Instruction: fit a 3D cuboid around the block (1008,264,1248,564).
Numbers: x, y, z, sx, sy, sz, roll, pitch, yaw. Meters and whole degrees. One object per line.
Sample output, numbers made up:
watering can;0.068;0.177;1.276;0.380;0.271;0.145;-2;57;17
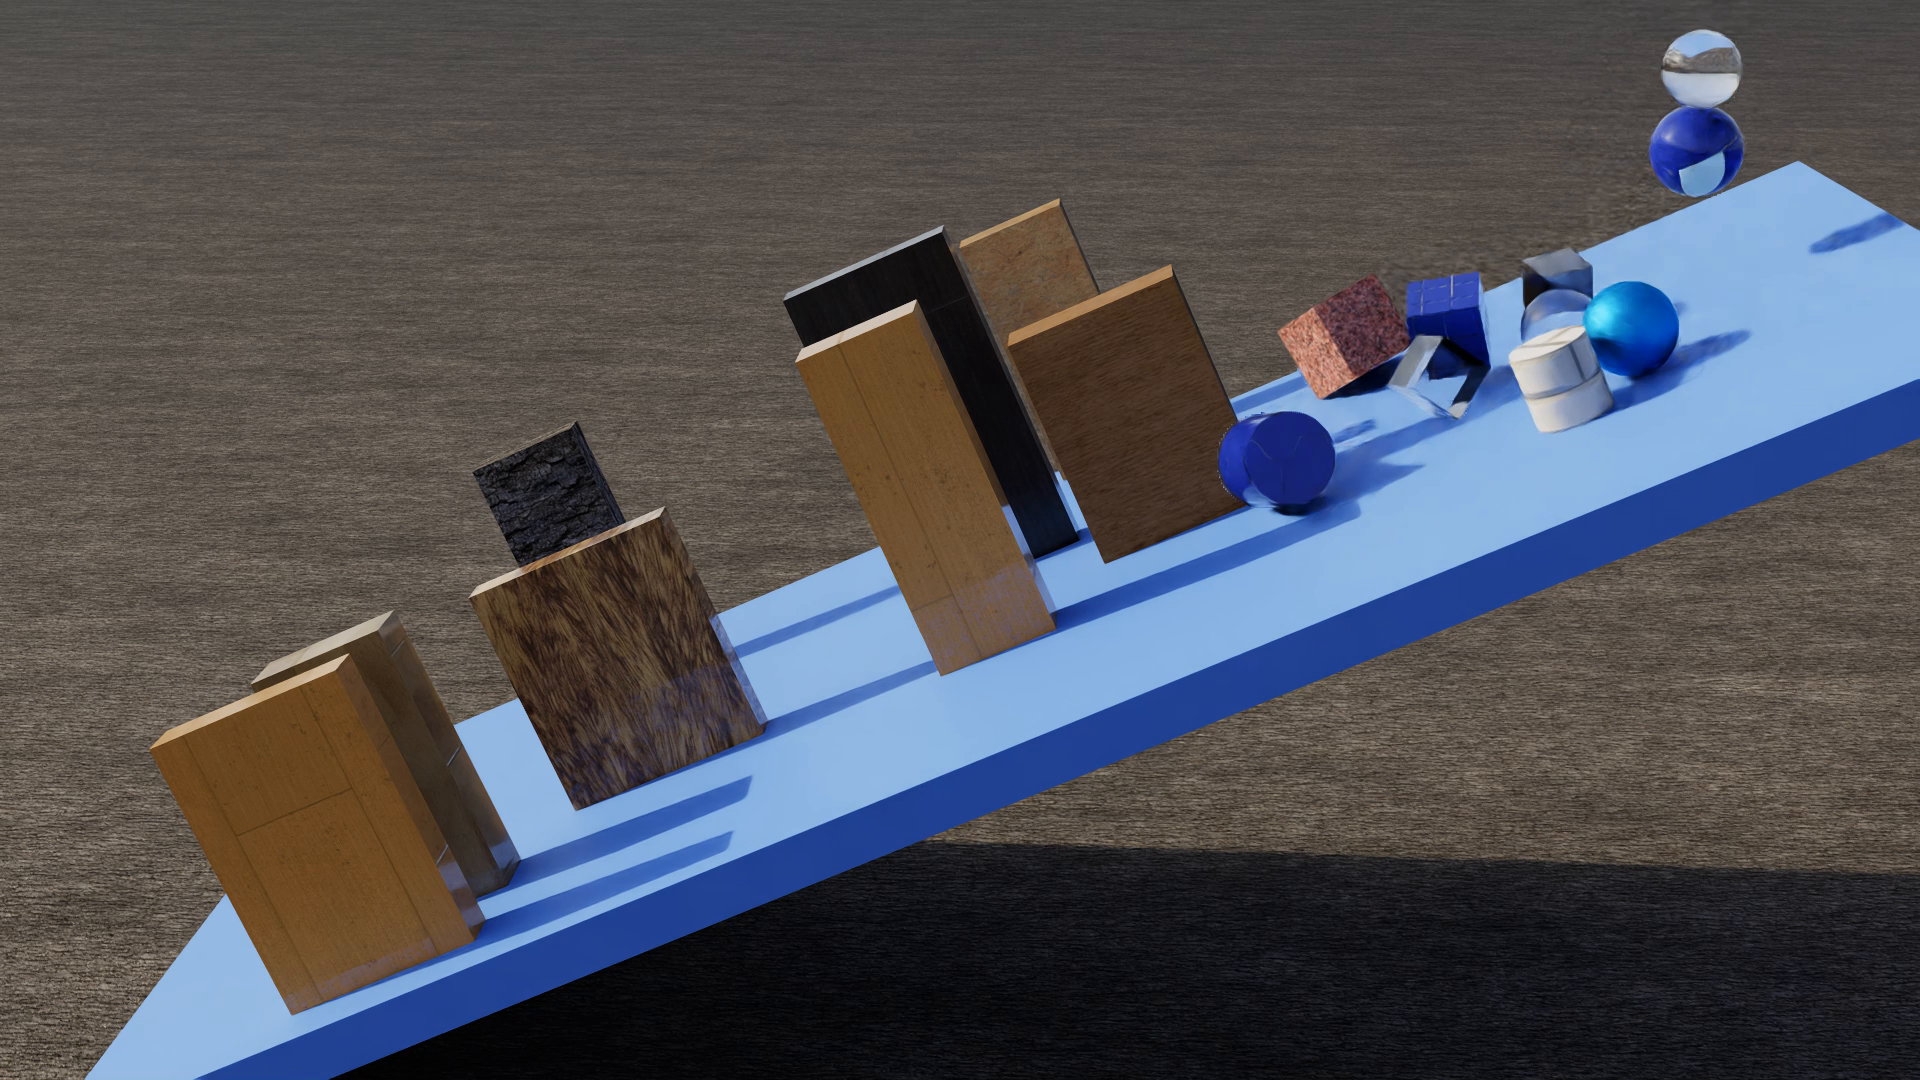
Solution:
block;0.375;-0.264;6.200;0.372;0.510;0.142;-23;13;8

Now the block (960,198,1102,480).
block;0.244;-0.480;7.068;0.258;0.619;0.105;-23;13;8

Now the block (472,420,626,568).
block;-0.879;0.066;6.888;0.253;0.641;0.094;-23;13;8

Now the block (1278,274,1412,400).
block;0.882;-0.463;6.711;0.186;0.186;0.186;-30;-1;-23

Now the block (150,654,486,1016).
block;-1.223;0.565;5.621;0.397;0.588;0.107;-23;13;8

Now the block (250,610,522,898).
block;-1.145;0.468;5.893;0.283;0.579;0.142;-23;13;8

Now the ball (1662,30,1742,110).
ball;1.517;-0.962;6.015;0.162;0.162;0.162;0;15;0

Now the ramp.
ramp;0.131;0.170;6.285;4.000;0.100;2.000;-23;13;8

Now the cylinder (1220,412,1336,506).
cylinder;0.642;-0.164;5.967;0.187;0.187;0.187;-3;0;-12

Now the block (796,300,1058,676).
block;-0.063;-0.103;5.912;0.254;0.705;0.136;-23;13;8

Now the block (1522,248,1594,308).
block;1.257;-0.533;6.184;0.109;0.109;0.109;-15;30;-10

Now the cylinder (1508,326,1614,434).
cylinder;1.170;-0.312;5.723;0.158;0.158;0.158;-24;13;6

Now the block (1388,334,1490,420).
block;0.996;-0.341;6.128;0.126;0.126;0.126;32;-4;-18

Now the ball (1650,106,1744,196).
ball;1.533;-0.811;6.121;0.193;0.193;0.193;0;15;0

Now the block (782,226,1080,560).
block;-0.058;-0.271;6.485;0.378;0.749;0.095;-23;13;8

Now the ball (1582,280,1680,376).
ball;1.322;-0.416;5.799;0.188;0.188;0.188;0;15;0

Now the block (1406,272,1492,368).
block;1.040;-0.456;6.251;0.152;0.152;0.152;-8;31;15

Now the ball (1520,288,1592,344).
ball;1.241;-0.435;6.067;0.170;0.170;0.170;0;15;0

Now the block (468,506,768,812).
block;-0.708;0.250;6.130;0.438;0.508;0.088;-23;13;8
